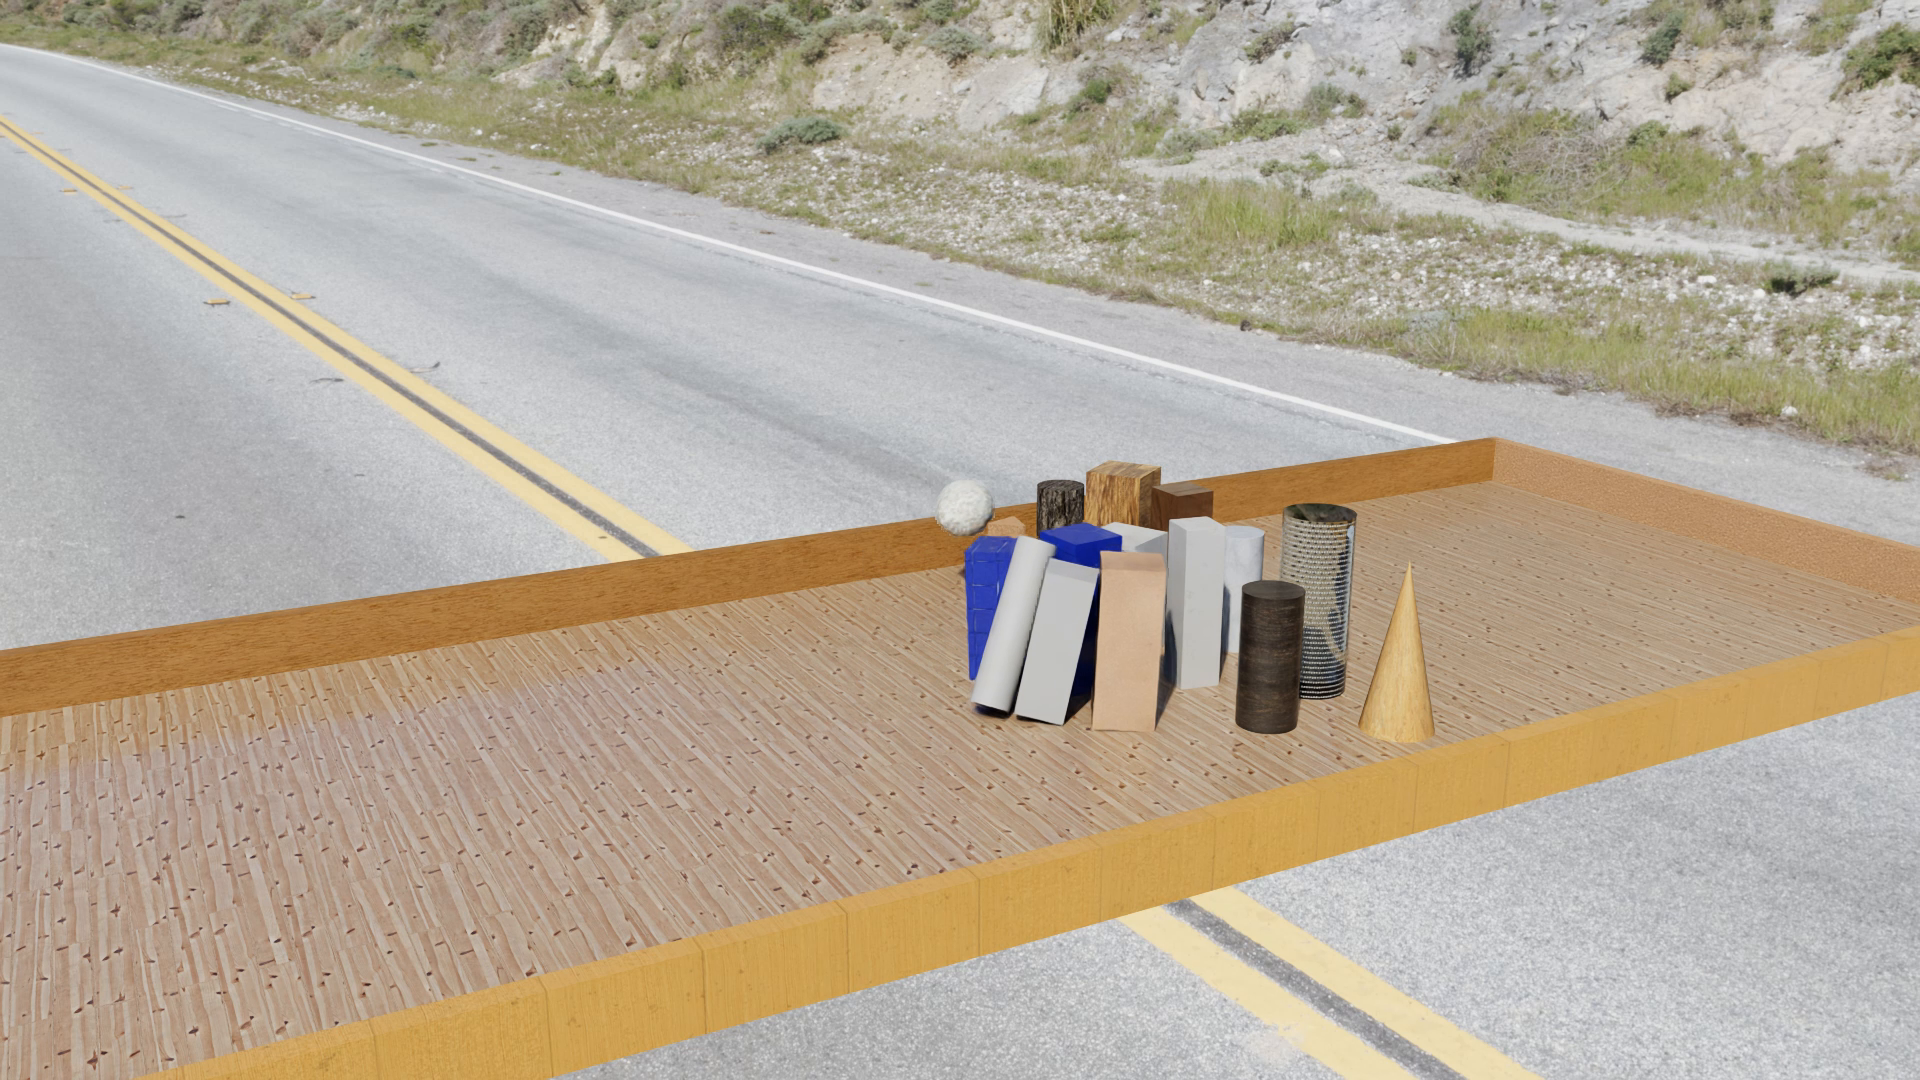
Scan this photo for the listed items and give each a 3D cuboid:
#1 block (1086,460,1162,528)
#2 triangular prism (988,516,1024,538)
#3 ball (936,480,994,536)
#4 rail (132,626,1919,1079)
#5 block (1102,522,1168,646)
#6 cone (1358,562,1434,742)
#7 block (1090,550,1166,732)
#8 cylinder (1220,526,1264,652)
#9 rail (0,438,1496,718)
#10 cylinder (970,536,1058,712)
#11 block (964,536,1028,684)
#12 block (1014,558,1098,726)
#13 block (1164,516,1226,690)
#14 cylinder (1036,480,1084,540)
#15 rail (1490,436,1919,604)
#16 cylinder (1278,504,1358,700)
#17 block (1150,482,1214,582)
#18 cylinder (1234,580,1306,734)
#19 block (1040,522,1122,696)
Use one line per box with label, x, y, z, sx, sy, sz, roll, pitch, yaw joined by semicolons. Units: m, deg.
block;0.475;-0.032;4.822;0.165;0.361;0.165;9;18;27
triangular prism;0.131;0.114;4.359;0.098;0.343;0.085;4;17;14
ball;0.014;-0.091;4.712;0.164;0.164;0.164;0;16;0
rail;-2.336;1.006;1.665;12.000;0.150;0.050;-9;18;-27
block;0.429;0.134;4.347;0.165;0.312;0.165;12;20;36
cone;1.021;0.242;3.802;0.174;0.411;0.174;0;16;0
block;0.391;0.236;3.851;0.145;0.391;0.145;3;16;2
cylinder;0.734;0.129;4.360;0.125;0.313;0.125;0;16;0
rail;-3.305;0.497;3.399;12.000;0.150;0.050;-9;18;-27
cylinder;0.129;0.201;3.944;0.100;0.412;0.100;16;-7;2
block;0.105;0.174;4.152;0.141;0.338;0.141;2;16;16
block;0.227;0.239;3.877;0.118;0.358;0.118;13;17;5
block;0.581;0.156;4.094;0.103;0.411;0.103;-5;17;-17
cylinder;0.277;0.029;4.591;0.130;0.375;0.130;0;16;0
rail;2.466;-0.048;5.253;0.050;0.150;2.100;-9;18;-27
cylinder;0.870;0.150;4.048;0.176;0.450;0.176;0;16;0
block;0.615;0.031;4.611;0.122;0.360;0.122;-9;19;-28
cylinder;0.722;0.272;3.845;0.145;0.329;0.145;0;16;0
block;0.296;0.170;4.086;0.143;0.388;0.143;-11;20;-33
